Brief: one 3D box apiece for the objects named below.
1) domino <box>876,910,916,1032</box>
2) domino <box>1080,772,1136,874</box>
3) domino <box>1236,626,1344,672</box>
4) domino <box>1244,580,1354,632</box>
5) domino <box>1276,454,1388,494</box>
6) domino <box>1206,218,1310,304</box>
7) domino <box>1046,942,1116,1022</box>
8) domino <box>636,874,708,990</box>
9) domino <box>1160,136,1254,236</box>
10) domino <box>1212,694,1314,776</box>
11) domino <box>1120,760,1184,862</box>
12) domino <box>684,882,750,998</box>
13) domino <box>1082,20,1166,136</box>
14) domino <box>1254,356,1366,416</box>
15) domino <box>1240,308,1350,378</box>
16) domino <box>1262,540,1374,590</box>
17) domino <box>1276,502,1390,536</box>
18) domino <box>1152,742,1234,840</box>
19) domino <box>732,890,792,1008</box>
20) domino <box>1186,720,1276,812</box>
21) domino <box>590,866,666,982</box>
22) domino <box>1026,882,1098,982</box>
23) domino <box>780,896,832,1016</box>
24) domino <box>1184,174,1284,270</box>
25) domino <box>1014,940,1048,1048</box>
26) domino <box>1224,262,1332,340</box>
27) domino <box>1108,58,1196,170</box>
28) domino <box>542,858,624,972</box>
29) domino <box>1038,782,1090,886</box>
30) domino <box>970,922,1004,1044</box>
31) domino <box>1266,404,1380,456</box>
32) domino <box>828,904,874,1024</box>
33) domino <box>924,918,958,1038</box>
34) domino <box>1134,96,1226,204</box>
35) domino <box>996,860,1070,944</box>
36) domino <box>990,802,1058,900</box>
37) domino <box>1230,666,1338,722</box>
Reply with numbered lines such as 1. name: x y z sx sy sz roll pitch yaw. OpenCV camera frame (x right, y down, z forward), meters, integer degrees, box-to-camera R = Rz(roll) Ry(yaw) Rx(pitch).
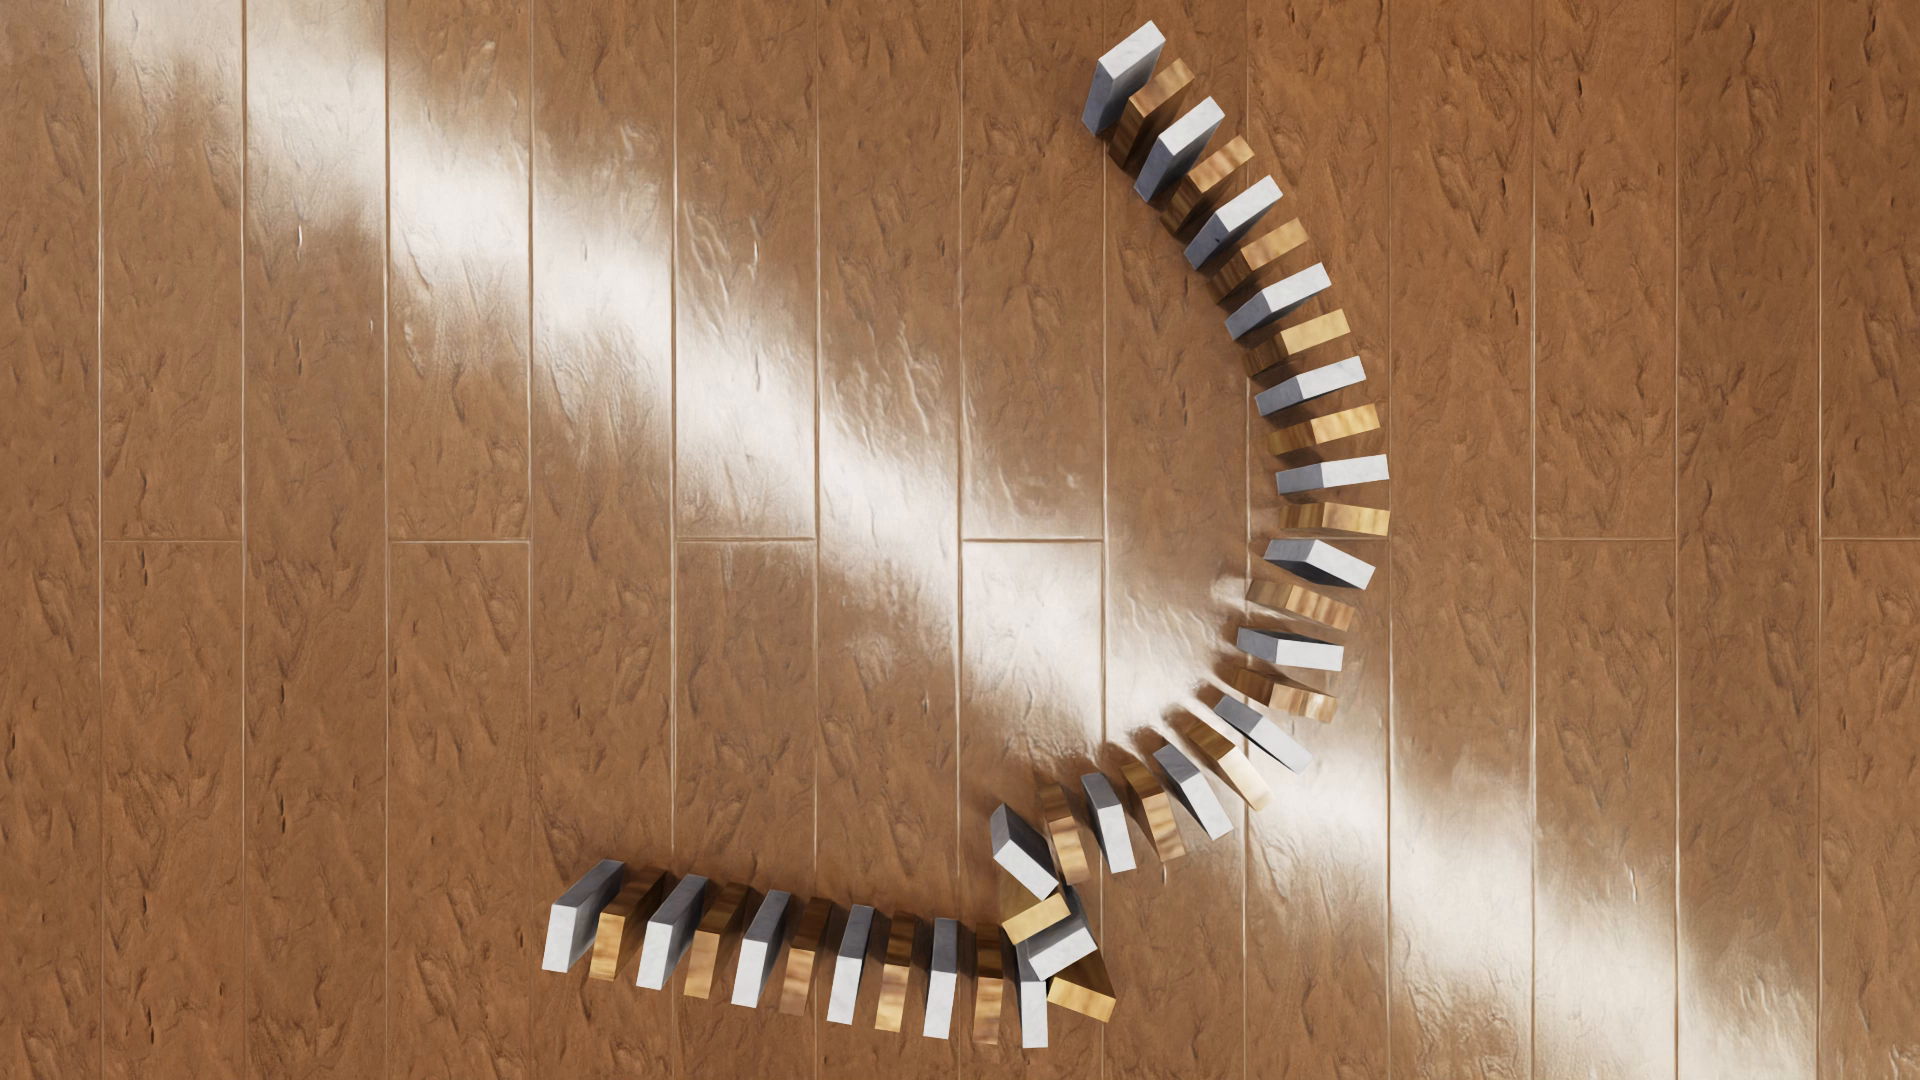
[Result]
1. domino: -0.026 0.175 0.375 0.009 0.050 0.025 9 90 0
2. domino: 0.060 0.114 0.375 0.010 0.050 0.025 -13 90 0
3. domino: 0.134 0.044 0.375 0.025 0.050 0.010 6 90 0
4. domino: 0.138 0.026 0.375 0.025 0.050 0.009 21 90 0
5. domino: 0.151 -0.026 0.375 0.025 0.050 0.010 -8 90 0
6. domino: 0.120 -0.113 0.375 0.025 0.050 0.009 -29 90 0
7. domino: 0.046 0.176 0.375 0.025 0.050 0.010 20 90 0
8. domino: -0.117 0.159 0.375 0.009 0.050 0.025 11 90 0
9. domino: 0.100 -0.144 0.375 0.025 0.050 0.009 -37 90 0
10. domino: 0.123 0.079 0.375 0.025 0.050 0.009 39 90 0
11. domino: 0.078 0.110 0.375 0.010 0.050 0.025 -18 90 0
12. domino: -0.099 0.162 0.375 0.009 0.050 0.025 11 90 0
13. domino: 0.066 -0.187 0.375 0.025 0.050 0.009 -37 90 0
14. domino: 0.142 -0.062 0.375 0.025 0.050 0.010 -18 90 0
15. domino: 0.136 -0.080 0.375 0.025 0.050 0.009 -21 90 0
16. domino: 0.145 0.009 0.375 0.025 0.050 0.009 26 90 0
17. domino: 0.151 -0.008 0.375 0.025 0.050 0.010 8 90 0
18. domino: 0.094 0.102 0.375 0.009 0.050 0.025 -30 90 0
19. domino: -0.080 0.166 0.375 0.010 0.050 0.025 10 90 0
20. domino: 0.110 0.091 0.375 0.010 0.050 0.025 -38 90 0
21. domino: -0.135 0.155 0.375 0.010 0.050 0.025 10 90 0
22. domino: 0.039 0.158 0.375 0.025 0.050 0.010 -30 90 0
23. domino: -0.062 0.169 0.375 0.010 0.050 0.025 10 90 0
24. domino: 0.111 -0.129 0.375 0.025 0.050 0.009 -34 90 0
25. domino: 0.028 0.181 0.375 0.009 0.050 0.025 -2 90 0
26. domino: 0.129 -0.097 0.375 0.025 0.050 0.009 -25 90 0
27. domino: 0.077 -0.173 0.375 0.025 0.050 0.009 -38 90 0
28. domino: -0.153 0.152 0.375 0.009 0.050 0.025 9 90 0
29. domino: 0.042 0.119 0.375 0.009 0.050 0.025 -17 90 0
30. domino: 0.011 0.180 0.375 0.009 0.050 0.025 6 90 0
31. domino: 0.147 -0.044 0.375 0.025 0.050 0.010 -15 90 0
32. domino: -0.044 0.172 0.375 0.009 0.050 0.025 10 90 0
33. domino: -0.008 0.178 0.375 0.010 0.050 0.025 8 90 0
34. domino: 0.089 -0.158 0.375 0.025 0.050 0.009 -38 90 0
35. domino: 0.029 0.145 0.375 0.025 0.050 0.010 -28 90 0
36. domino: 0.025 0.126 0.375 0.025 0.050 0.010 42 90 0
37. domino: 0.131 0.062 0.375 0.025 0.050 0.010 14 90 0
